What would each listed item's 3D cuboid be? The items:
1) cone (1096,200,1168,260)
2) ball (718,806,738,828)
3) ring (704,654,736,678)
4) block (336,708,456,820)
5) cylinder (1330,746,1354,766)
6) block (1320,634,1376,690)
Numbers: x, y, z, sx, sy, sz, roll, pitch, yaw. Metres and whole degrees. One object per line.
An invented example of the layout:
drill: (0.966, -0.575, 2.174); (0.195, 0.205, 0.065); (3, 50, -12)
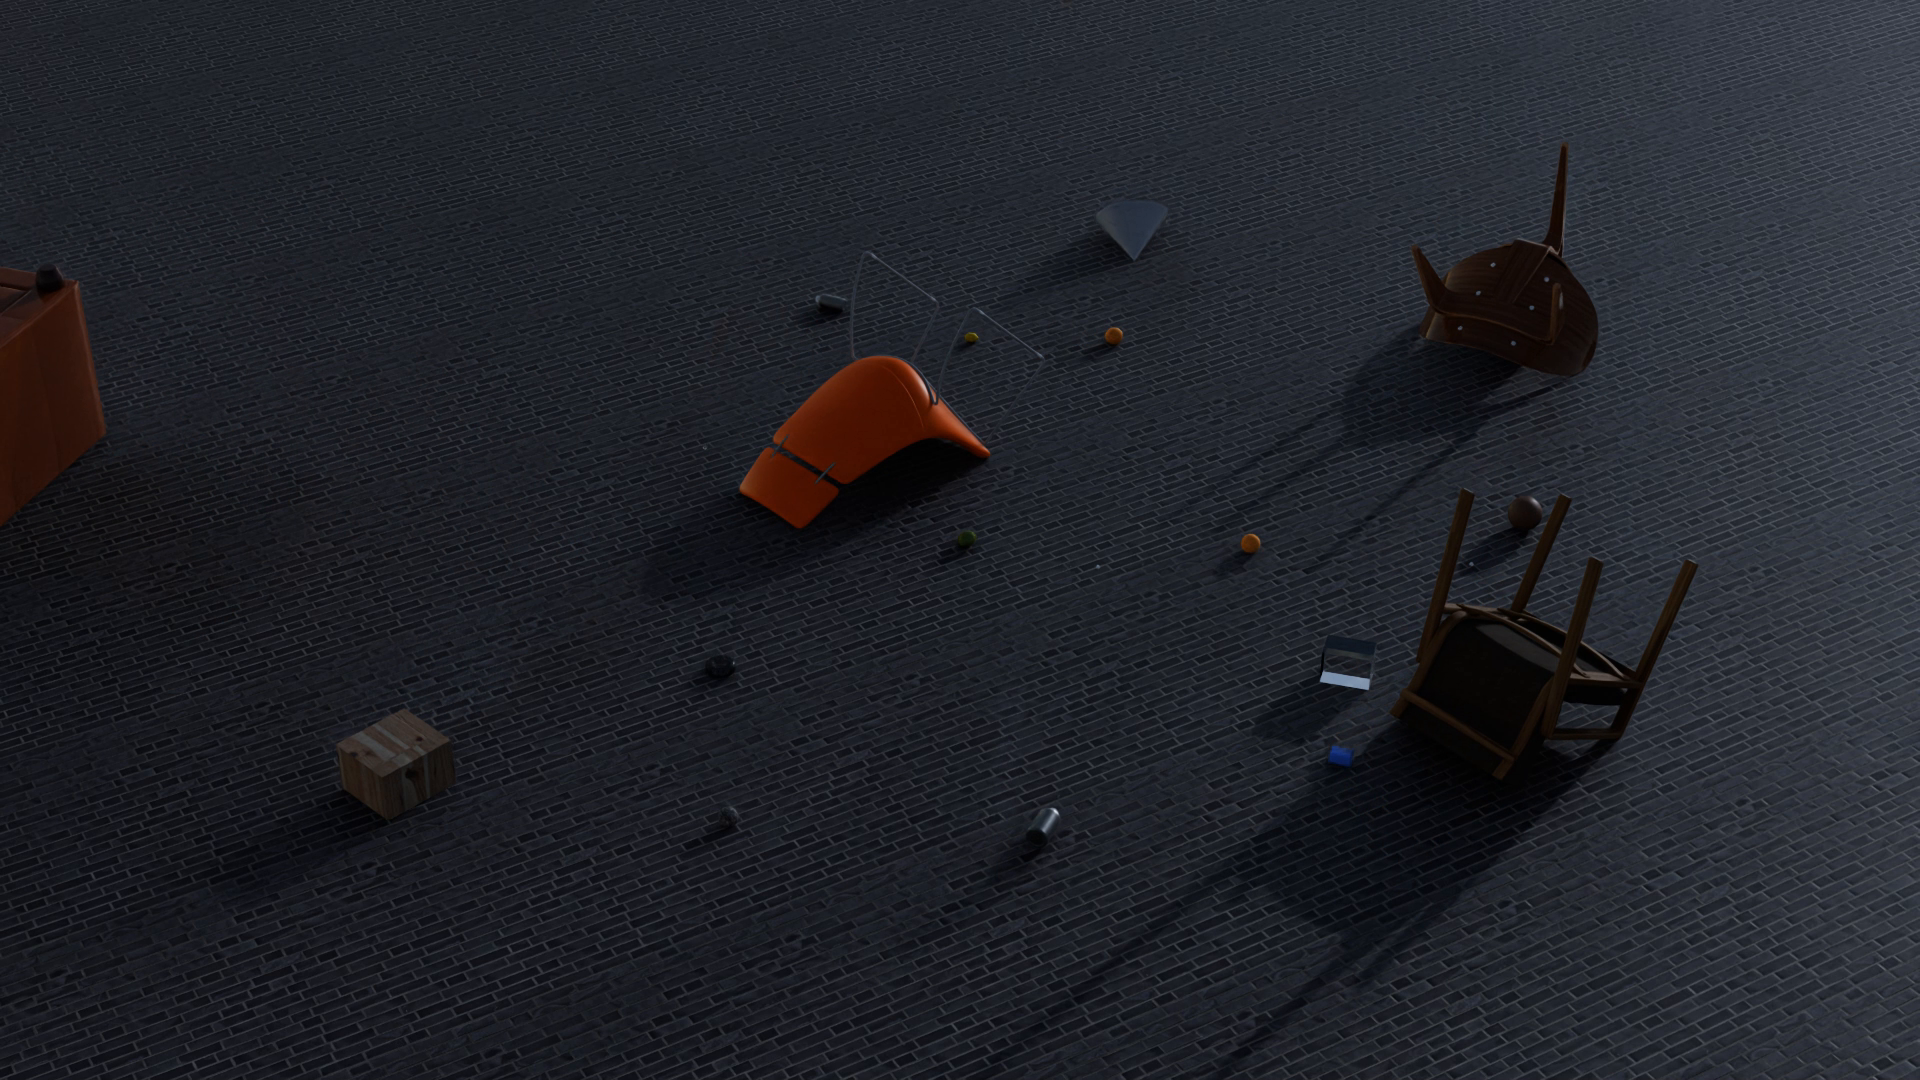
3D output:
cone: (0.761, -1.328, 12.885); (0.321, 0.164, 0.299); (-5, 49, 7)
ball: (-0.752, 0.899, 9.519); (0.067, 0.067, 0.067); (0, 33, 0)
ring: (-0.837, 0.441, 10.242); (0.110, 0.038, 0.113); (9, 35, 14)
block: (-1.858, 0.738, 9.662); (0.252, 0.179, 0.277); (28, 43, 36)
cylinder: (1.275, 0.721, 9.802); (0.069, 0.053, 0.056); (13, 39, 18)
block: (1.349, 0.425, 10.186); (0.172, 0.125, 0.112); (9, 35, 14)
